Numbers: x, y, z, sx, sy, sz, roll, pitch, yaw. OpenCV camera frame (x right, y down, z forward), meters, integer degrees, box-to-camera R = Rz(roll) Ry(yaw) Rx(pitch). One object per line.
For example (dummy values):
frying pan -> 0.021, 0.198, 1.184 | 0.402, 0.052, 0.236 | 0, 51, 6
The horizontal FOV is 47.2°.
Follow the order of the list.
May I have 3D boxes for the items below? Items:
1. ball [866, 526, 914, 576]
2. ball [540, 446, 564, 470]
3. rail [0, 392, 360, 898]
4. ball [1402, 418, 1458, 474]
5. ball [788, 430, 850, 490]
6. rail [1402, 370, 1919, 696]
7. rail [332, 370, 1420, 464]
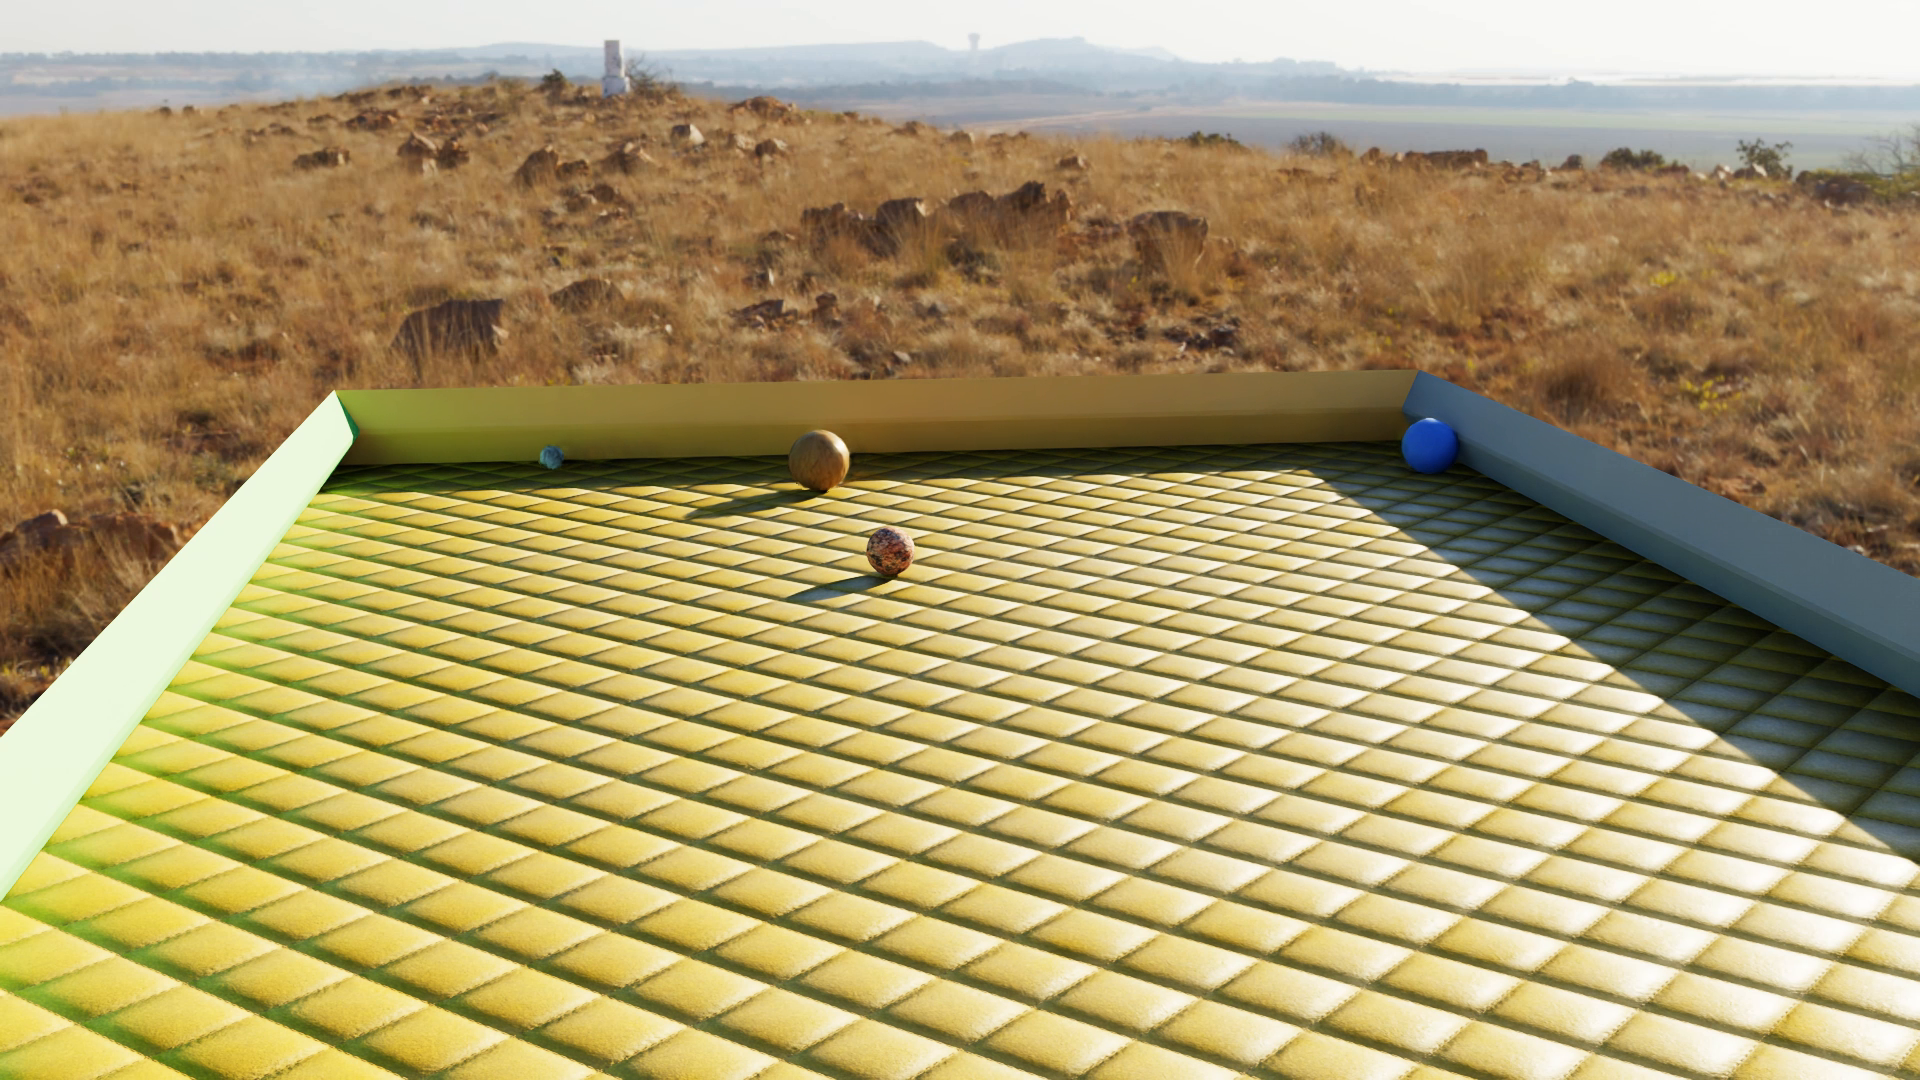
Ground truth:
ball -> -0.093, 0.015, 2.936 | 0.065, 0.065, 0.065 | 0, 13, 0
ball -> -0.684, -0.139, 3.683 | 0.040, 0.040, 0.040 | 0, 13, 0
rail -> -0.801, 0.184, 2.030 | 0.045, 0.126, 3.477 | -2, 13, -7
ball -> 0.778, -0.156, 3.644 | 0.091, 0.091, 0.091 | 0, 13, 0
ball -> -0.224, -0.127, 3.499 | 0.097, 0.097, 0.097 | 0, 13, 0
rail -> 1.031, 0.131, 2.269 | 0.045, 0.126, 3.477 | -2, 13, -7
rail -> -0.112, -0.212, 3.809 | 1.896, 0.126, 0.045 | -2, 13, -7
